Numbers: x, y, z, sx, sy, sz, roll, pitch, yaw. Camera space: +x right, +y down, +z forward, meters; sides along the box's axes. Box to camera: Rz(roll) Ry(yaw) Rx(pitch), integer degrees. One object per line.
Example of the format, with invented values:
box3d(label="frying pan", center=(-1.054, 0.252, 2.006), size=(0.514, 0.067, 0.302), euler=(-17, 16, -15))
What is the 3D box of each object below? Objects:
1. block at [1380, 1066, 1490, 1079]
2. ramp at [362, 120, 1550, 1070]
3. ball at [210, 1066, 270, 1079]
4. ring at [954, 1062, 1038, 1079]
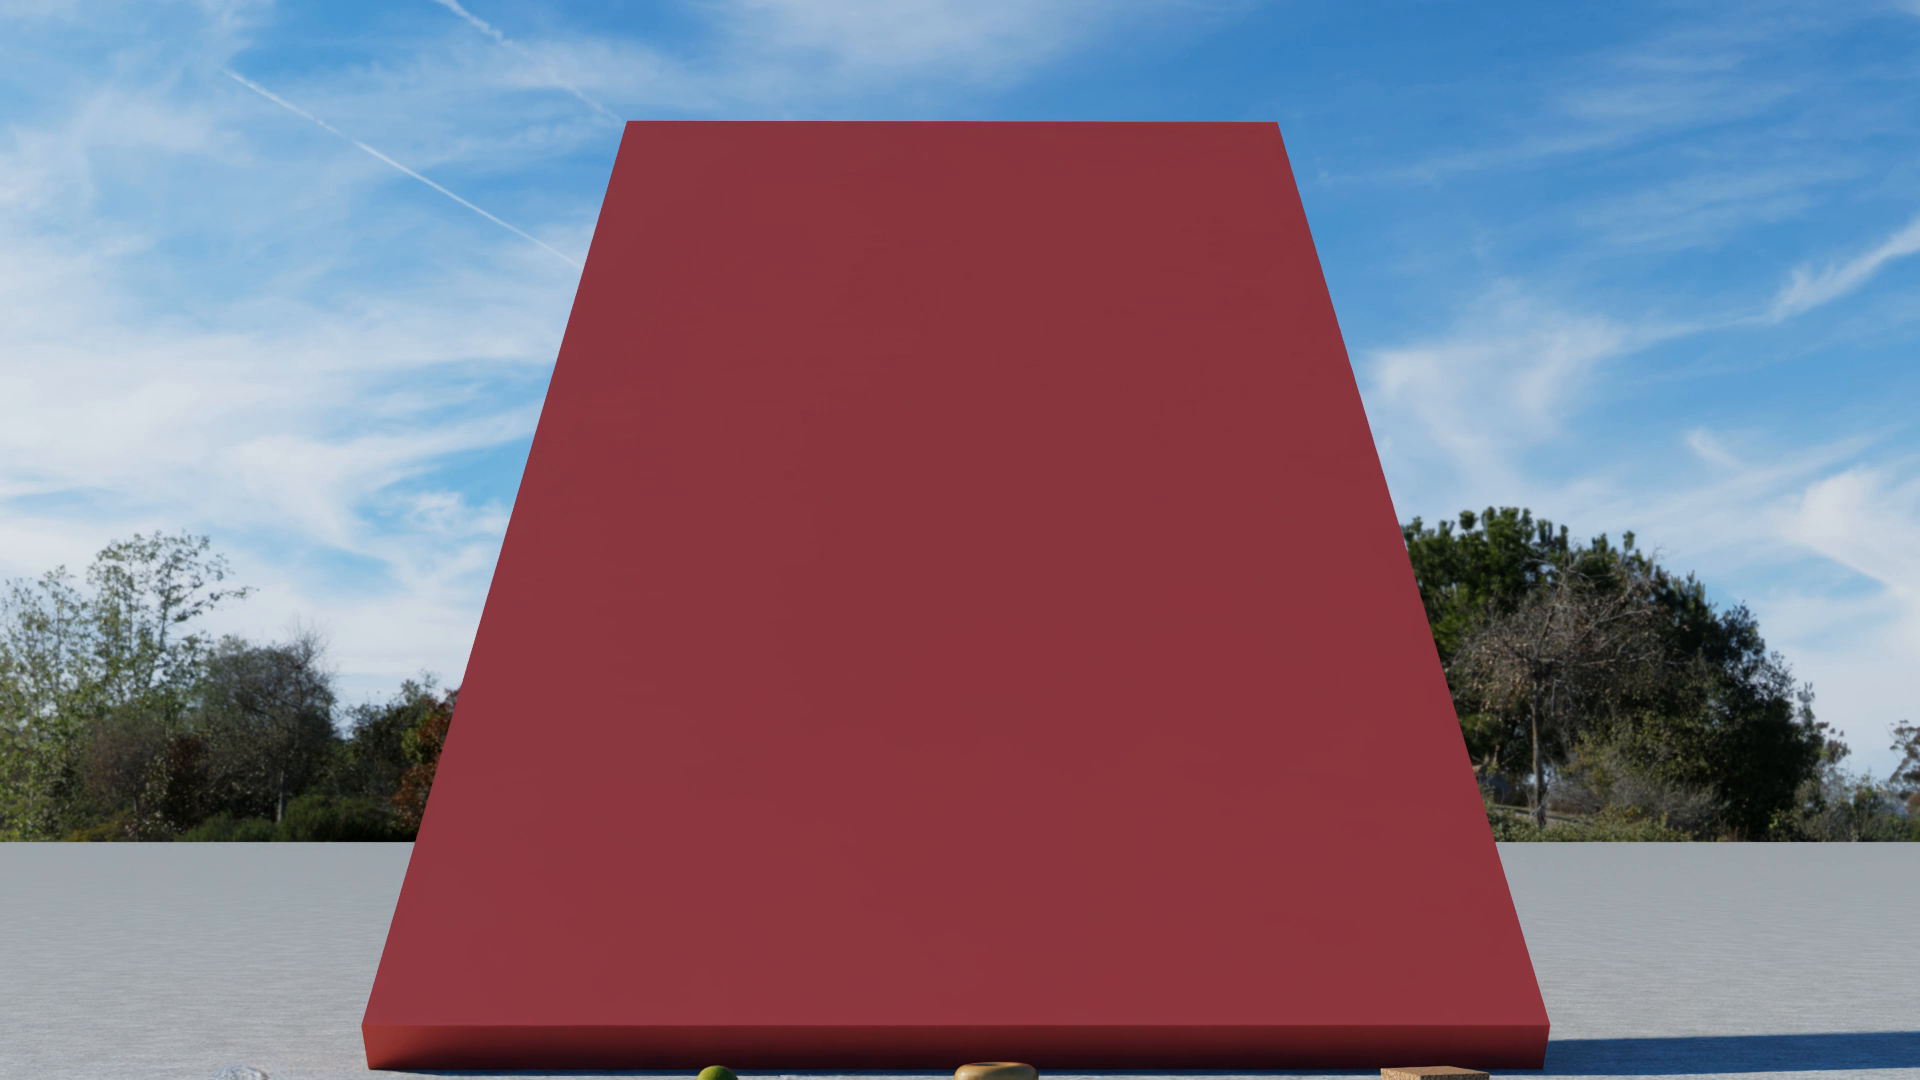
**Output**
box3d(label="block", center=(0.602, 0.722, 3.093), size=(0.099, 0.099, 0.099), euler=(2, -7, -19))
box3d(label="ramp", center=(-0.015, -0.193, 5.834), size=(2.000, 0.100, 4.000), euler=(0, 32, 0))
box3d(label="ball", center=(-0.937, 0.732, 3.171), size=(0.098, 0.098, 0.098), euler=(0, -7, 0))
box3d(label="ring", center=(0.056, 0.833, 3.779), size=(0.132, 0.044, 0.132), euler=(0, -8, 0))
